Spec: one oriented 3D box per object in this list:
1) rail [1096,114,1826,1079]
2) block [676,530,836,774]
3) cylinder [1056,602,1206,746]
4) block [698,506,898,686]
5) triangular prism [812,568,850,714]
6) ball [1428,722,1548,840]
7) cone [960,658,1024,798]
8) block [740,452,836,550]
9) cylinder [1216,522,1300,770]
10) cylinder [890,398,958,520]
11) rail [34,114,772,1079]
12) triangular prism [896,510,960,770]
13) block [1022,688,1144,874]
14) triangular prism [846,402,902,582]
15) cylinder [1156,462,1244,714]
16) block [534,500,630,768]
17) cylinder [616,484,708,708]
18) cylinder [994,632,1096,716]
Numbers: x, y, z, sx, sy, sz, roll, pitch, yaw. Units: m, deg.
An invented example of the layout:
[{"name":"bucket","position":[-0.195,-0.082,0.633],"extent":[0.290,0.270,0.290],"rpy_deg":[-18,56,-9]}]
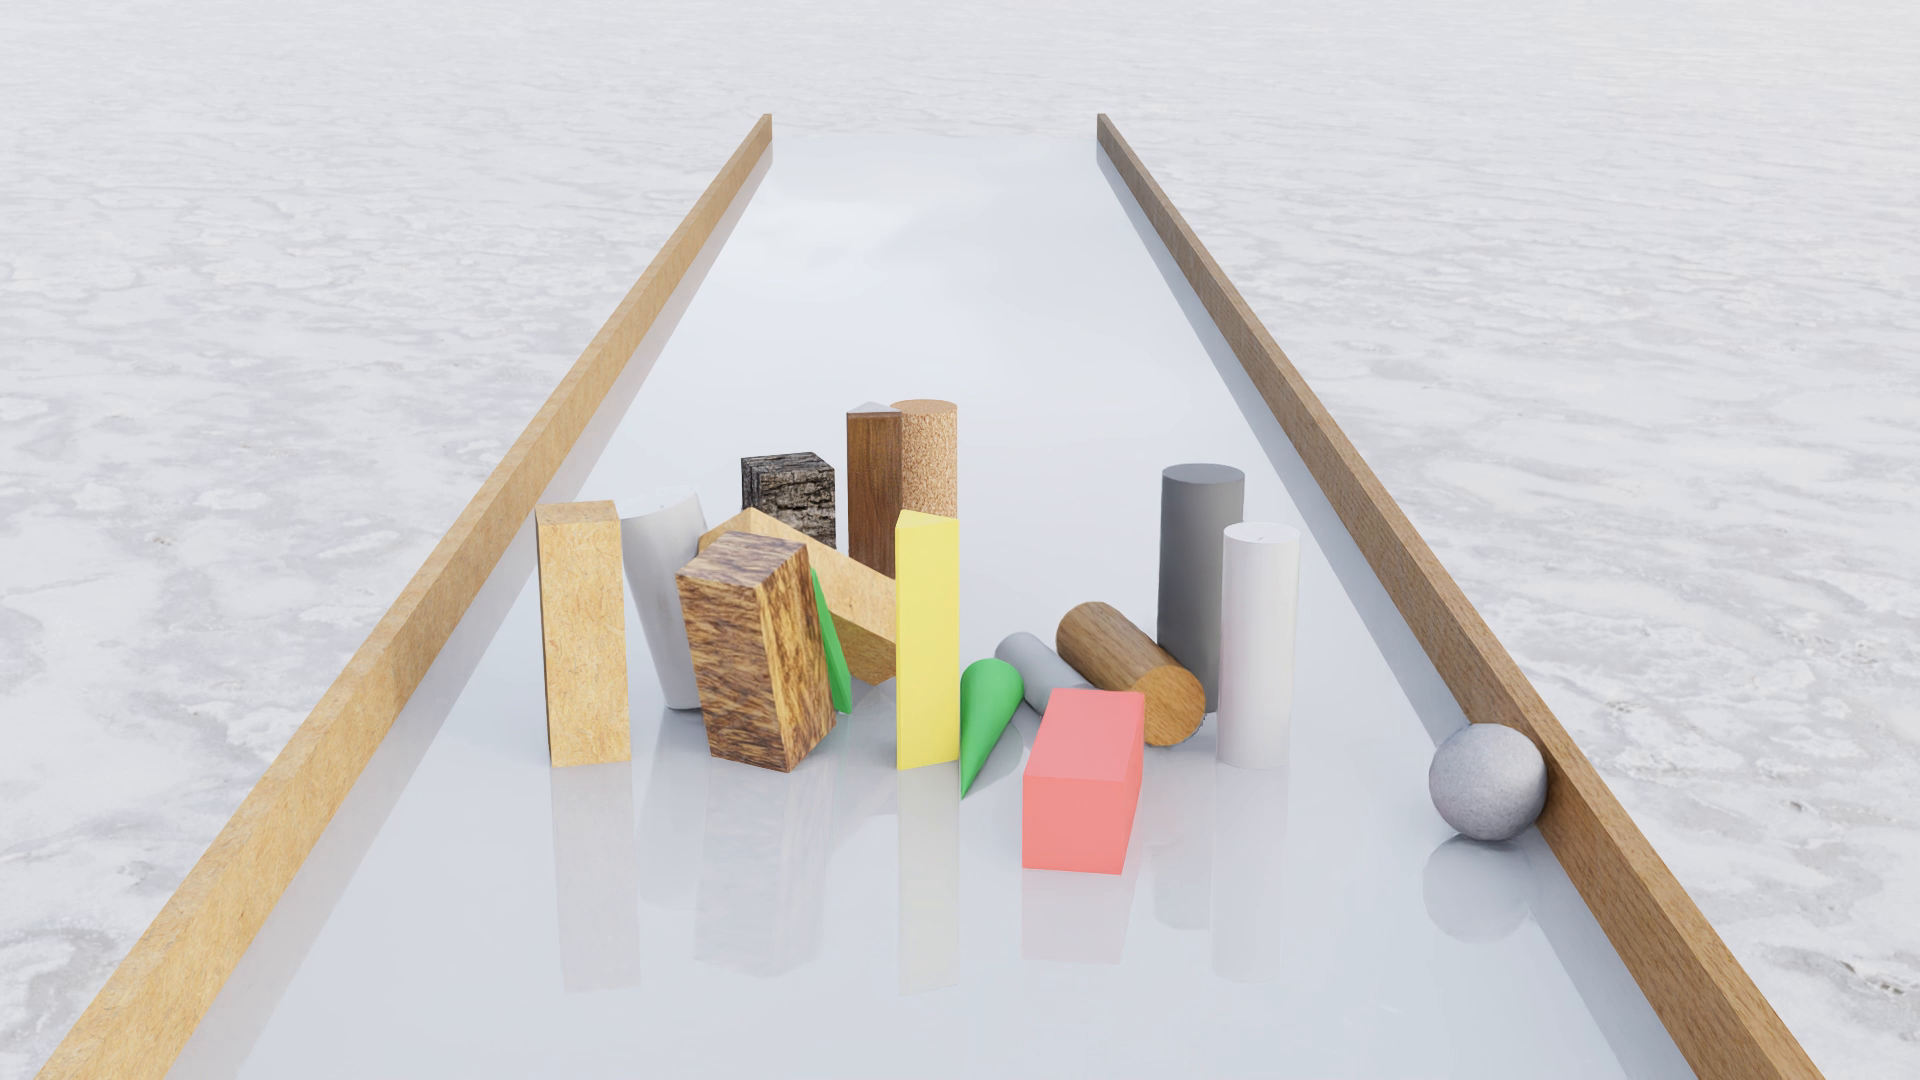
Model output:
[{"name":"rail","position":[0.932,-0.844,7.801],"extent":[0.050,0.150,12.000],"rpy_deg":[0,17,-1]},{"name":"block","position":[-0.355,0.195,3.863],"extent":[0.164,0.375,0.164],"rpy_deg":[9,32,28]},{"name":"cylinder","position":[0.312,0.243,4.110],"extent":[0.148,0.148,0.452],"rpy_deg":[-4,14,-13]},{"name":"block","position":[-0.272,0.111,4.126],"extent":[0.141,0.141,0.457],"rpy_deg":[-29,-41,33]},{"name":"triangular prism","position":[-0.253,0.182,4.034],"extent":[0.091,0.335,0.078],"rpy_deg":[17,57,22]},{"name":"ball","position":[0.858,0.392,3.574],"extent":[0.190,0.190,0.190],"rpy_deg":[0,17,0]},{"name":"cone","position":[0.031,0.359,3.915],"extent":[0.120,0.120,0.404],"rpy_deg":[2,25,8]},{"name":"block","position":[-0.341,0.038,4.403],"extent":[0.149,0.396,0.149],"rpy_deg":[-6,18,-20]},{"name":"cylinder","position":[0.524,0.186,3.873],"extent":[0.133,0.416,0.133],"rpy_deg":[0,17,0]},{"name":"cylinder","position":[-0.081,-0.105,4.893],"extent":[0.150,0.392,0.150],"rpy_deg":[0,17,0]},{"name":"rail","position":[-1.118,-0.838,7.780],"extent":[0.050,0.150,12.000],"rpy_deg":[0,17,-1]},{"name":"triangular prism","position":[-0.077,0.172,3.873],"extent":[0.119,0.442,0.103],"rpy_deg":[-8,18,-25]},{"name":"block","position":[0.208,0.391,3.634],"extent":[0.158,0.158,0.397],"rpy_deg":[3,17,9]},{"name":"triangular prism","position":[-0.183,-0.063,4.648],"extent":[0.113,0.450,0.098],"rpy_deg":[-2,17,-7]},{"name":"cylinder","position":[0.450,0.090,4.140],"extent":[0.153,0.446,0.153],"rpy_deg":[0,16,0]},{"name":"block","position":[-0.668,0.165,3.894],"extent":[0.138,0.444,0.138],"rpy_deg":[-4,17,-13]},{"name":"cylinder","position":[-0.526,0.107,4.139],"extent":[0.174,0.384,0.174],"rpy_deg":[-14,17,4]},{"name":"cylinder","position":[0.165,0.269,4.141],"extent":[0.103,0.103,0.308],"rpy_deg":[-6,17,-18]}]
